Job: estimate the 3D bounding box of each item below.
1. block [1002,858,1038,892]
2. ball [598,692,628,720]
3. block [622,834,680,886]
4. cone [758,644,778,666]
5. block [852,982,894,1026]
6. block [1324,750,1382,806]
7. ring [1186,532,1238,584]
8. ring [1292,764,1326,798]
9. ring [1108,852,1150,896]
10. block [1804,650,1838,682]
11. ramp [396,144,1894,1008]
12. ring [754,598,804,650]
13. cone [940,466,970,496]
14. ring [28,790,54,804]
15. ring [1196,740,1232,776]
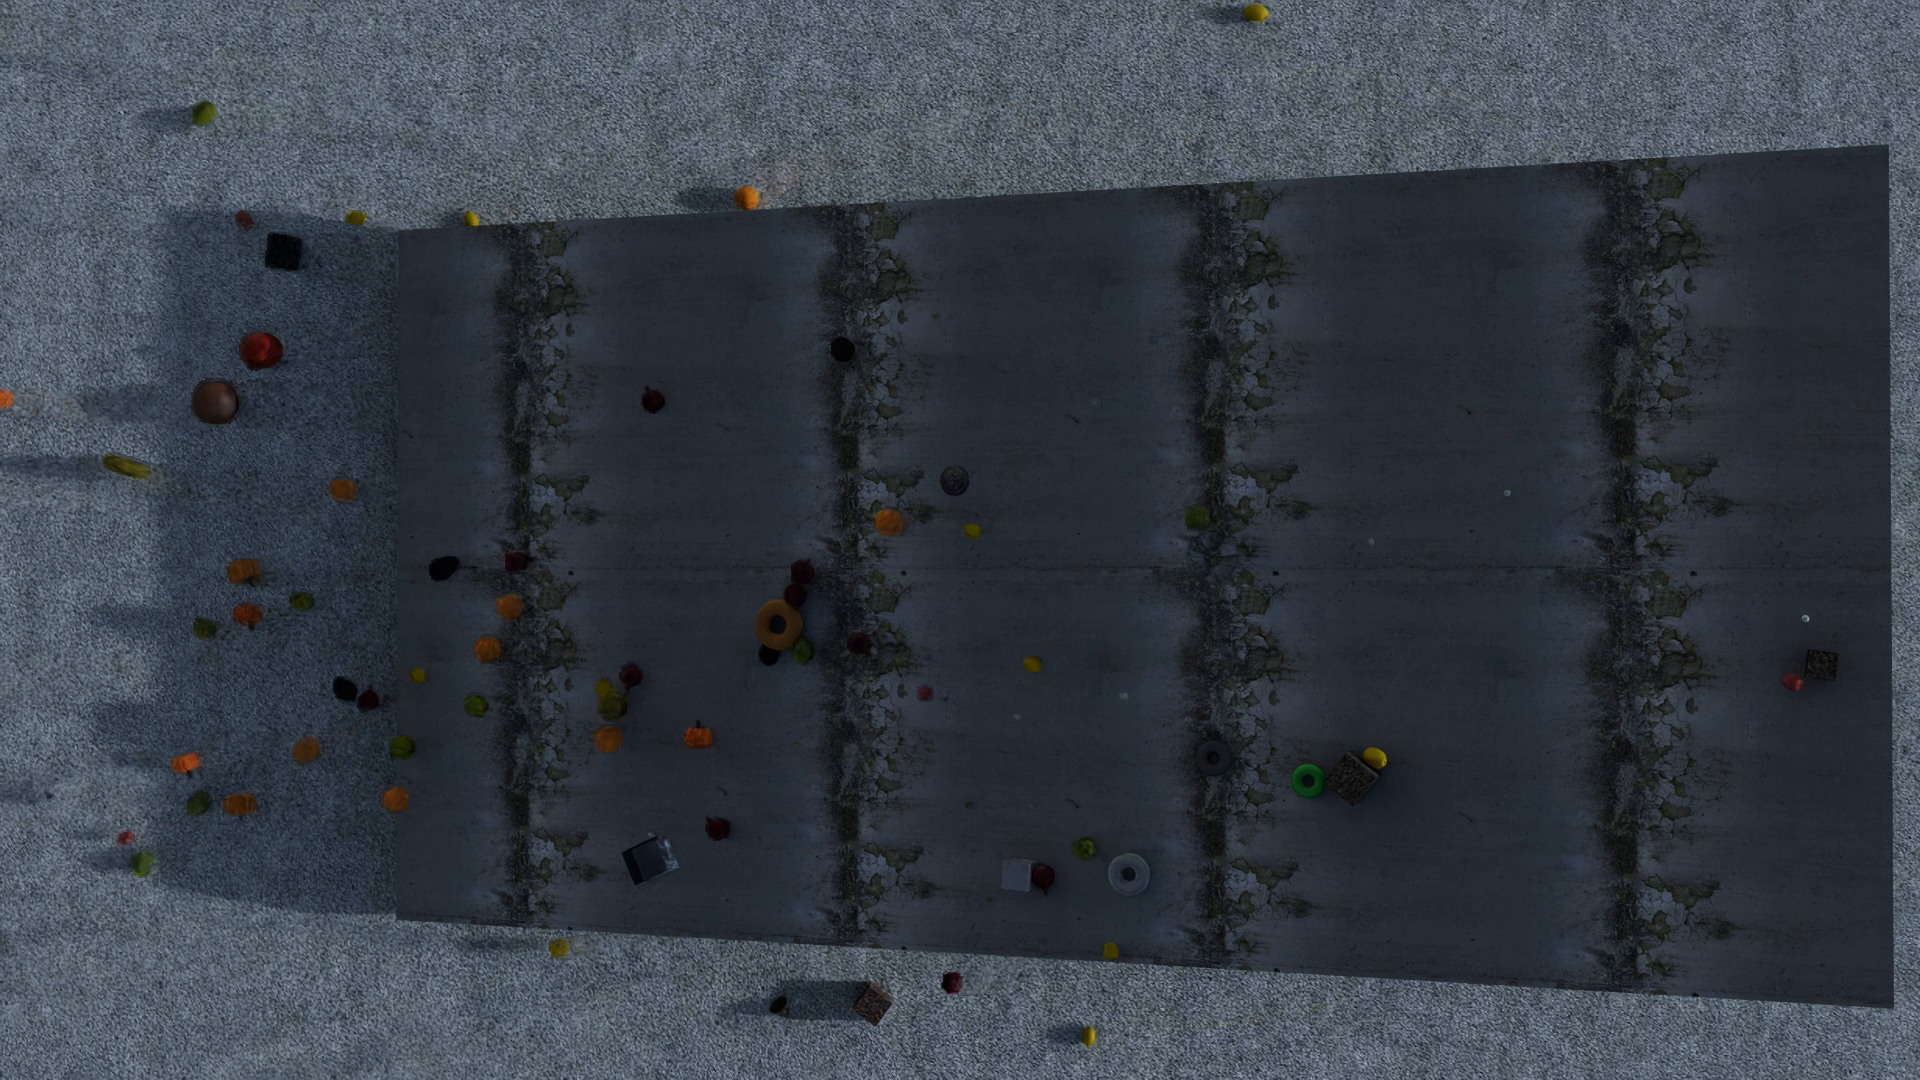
[{"bbox_3d":[0.154,0.870,5.721,0.071,0.071,0.071,6,91,19],"label":"block"},{"bbox_3d":[-0.962,0.461,6.102,0.080,0.080,0.080,0,89,0],"label":"ball"},{"bbox_3d":[-0.851,0.880,6.049,0.098,0.098,0.098,-27,81,17],"label":"block"},{"bbox_3d":[-0.533,0.312,5.967,0.062,0.062,0.062,0,89,19],"label":"cone"},{"bbox_3d":[-0.254,1.354,6.413,0.083,0.083,0.083,37,89,0],"label":"block"},{"bbox_3d":[0.970,0.589,5.435,0.094,0.094,0.094,39,101,15],"label":"block"},{"bbox_3d":[0.640,0.044,5.581,0.134,0.045,0.134,-1,88,20],"label":"ring"},{"bbox_3d":[0.873,0.603,5.503,0.087,0.029,0.087,0,90,18],"label":"ring"},{"bbox_3d":[0.434,0.857,5.644,0.111,0.037,0.111,0,90,20],"label":"ring"},{"bbox_3d":[2.000,0.291,5.105,0.064,0.064,0.064,7,92,19],"label":"block"},{"bbox_3d":[0.278,0.091,5.780,4.000,0.100,2.000,0,89,19],"label":"ramp"},{"bbox_3d":[-0.491,0.229,5.962,0.142,0.047,0.142,-1,88,20],"label":"ring"},{"bbox_3d":[-0.027,-0.158,5.791,0.082,0.082,0.082,0,89,19],"label":"cone"},{"bbox_3d":[-2.681,0.750,6.417,0.077,0.077,0.026,-23,92,0],"label":"ring"},{"bbox_3d":[0.644,0.554,5.580,0.093,0.031,0.093,0,89,18],"label":"ring"}]
